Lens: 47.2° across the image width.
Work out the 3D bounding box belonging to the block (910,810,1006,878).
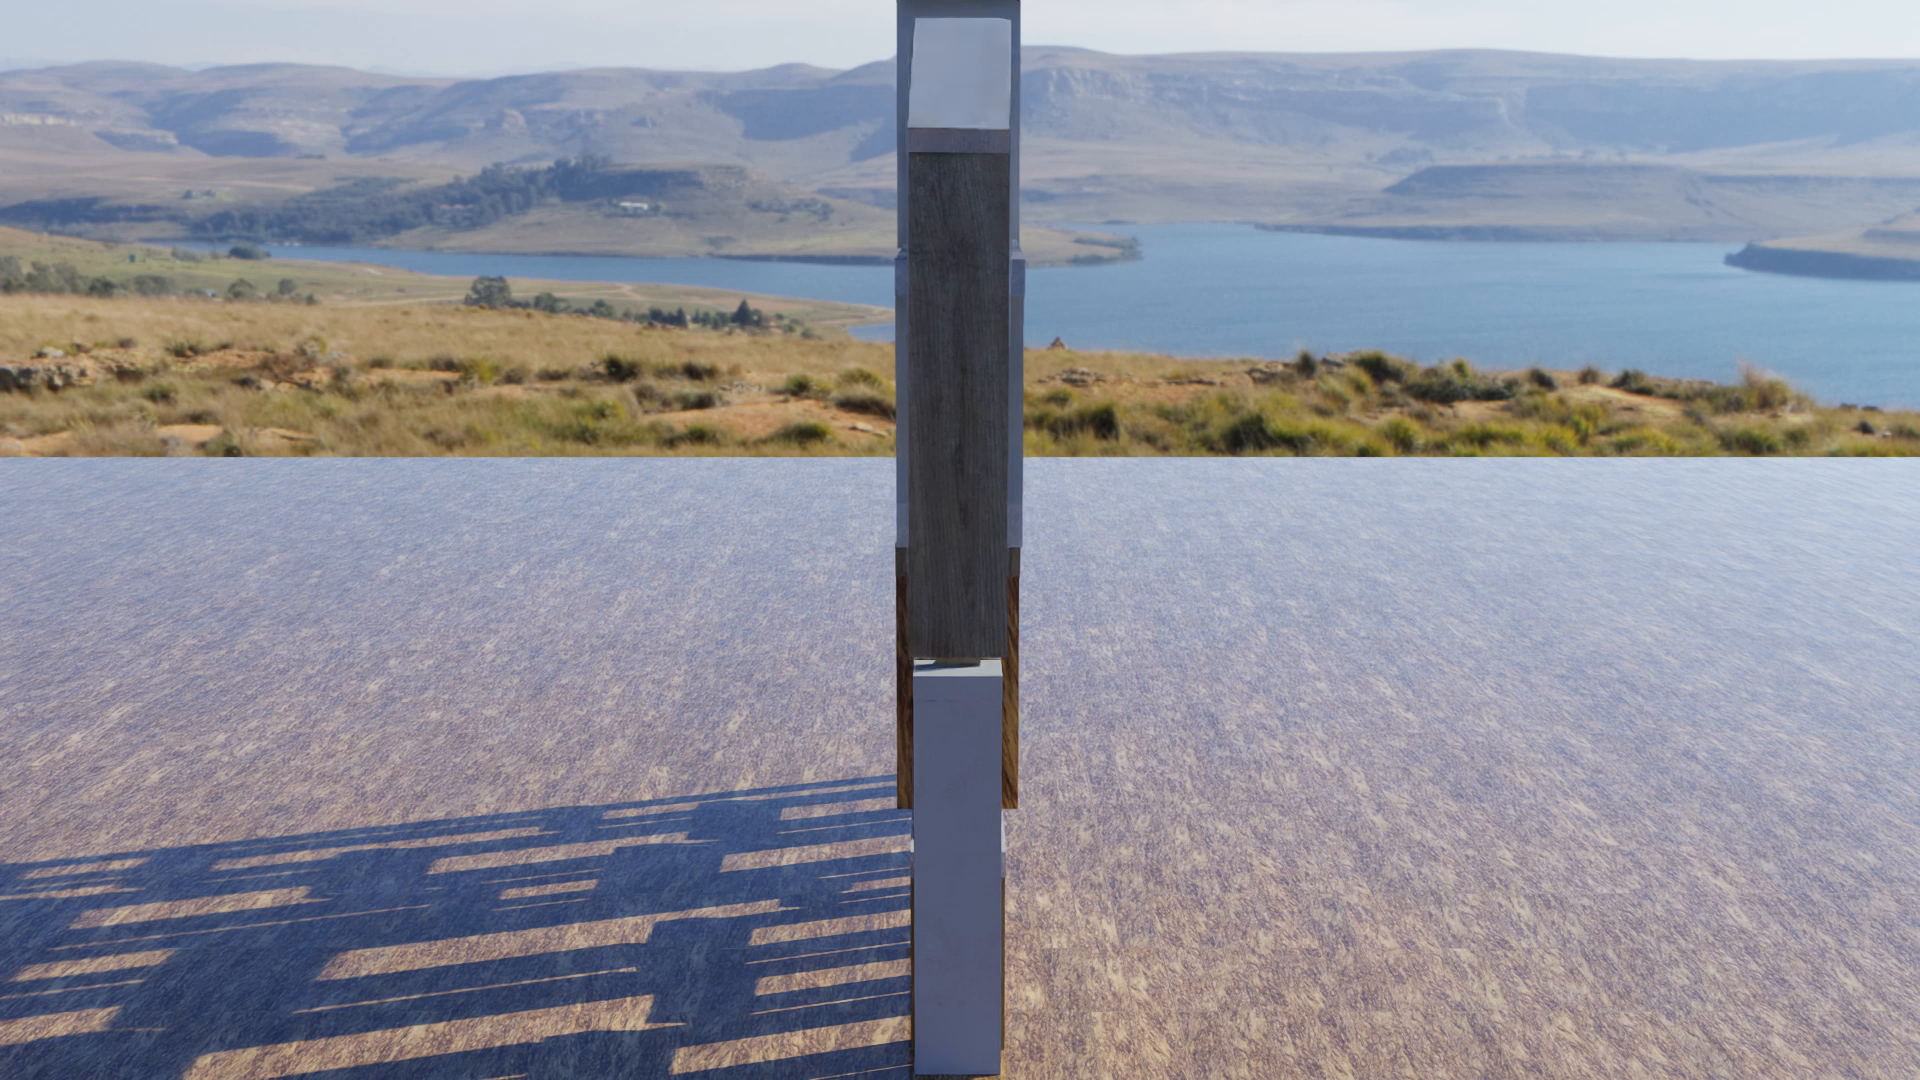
[{"bbox_3d":[-0.004,0.415,3.096,0.129,0.037,0.258,0,11,0],"label":"block"}]

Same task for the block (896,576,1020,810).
[{"bbox_3d":[-0.003,0.211,3.146,0.173,0.346,0.049,0,11,0],"label":"block"}]

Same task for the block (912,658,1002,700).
[{"bbox_3d":[-0.004,0.170,2.956,0.116,0.033,0.231,0,11,0],"label":"block"}]

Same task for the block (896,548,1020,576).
[{"bbox_3d":[-0.002,-0.005,3.223,0.173,0.049,0.346,0,11,0],"label":"block"}]

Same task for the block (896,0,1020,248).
[{"bbox_3d":[-0.002,-0.598,3.166,0.175,0.351,0.050,0,10,0],"label":"block"}]

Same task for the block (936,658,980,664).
[{"bbox_3d":[-0.002,0.104,2.904,0.059,0.118,0.017,0,-6,0],"label":"block"}]

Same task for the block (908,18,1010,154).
[{"bbox_3d":[0.001,-0.583,2.808,0.126,0.036,0.252,1,45,1],"label":"block"}]

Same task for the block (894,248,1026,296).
[{"bbox_3d":[0.001,-0.378,3.078,0.172,0.049,0.345,0,11,0],"label":"block"}]

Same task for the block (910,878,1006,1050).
[{"bbox_3d":[-0.003,0.576,3.038,0.129,0.258,0.037,0,11,0],"label":"block"}]

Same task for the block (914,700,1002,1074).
[{"bbox_3d":[-0.003,0.459,2.932,0.116,0.526,0.033,0,11,0],"label":"block"}]

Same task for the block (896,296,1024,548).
[{"bbox_3d":[0.000,-0.164,3.001,0.172,0.345,0.049,0,11,0],"label":"block"}]

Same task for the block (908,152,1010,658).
[{"bbox_3d":[-0.002,-0.169,2.795,0.126,0.642,0.036,0,7,1],"label":"block"}]
